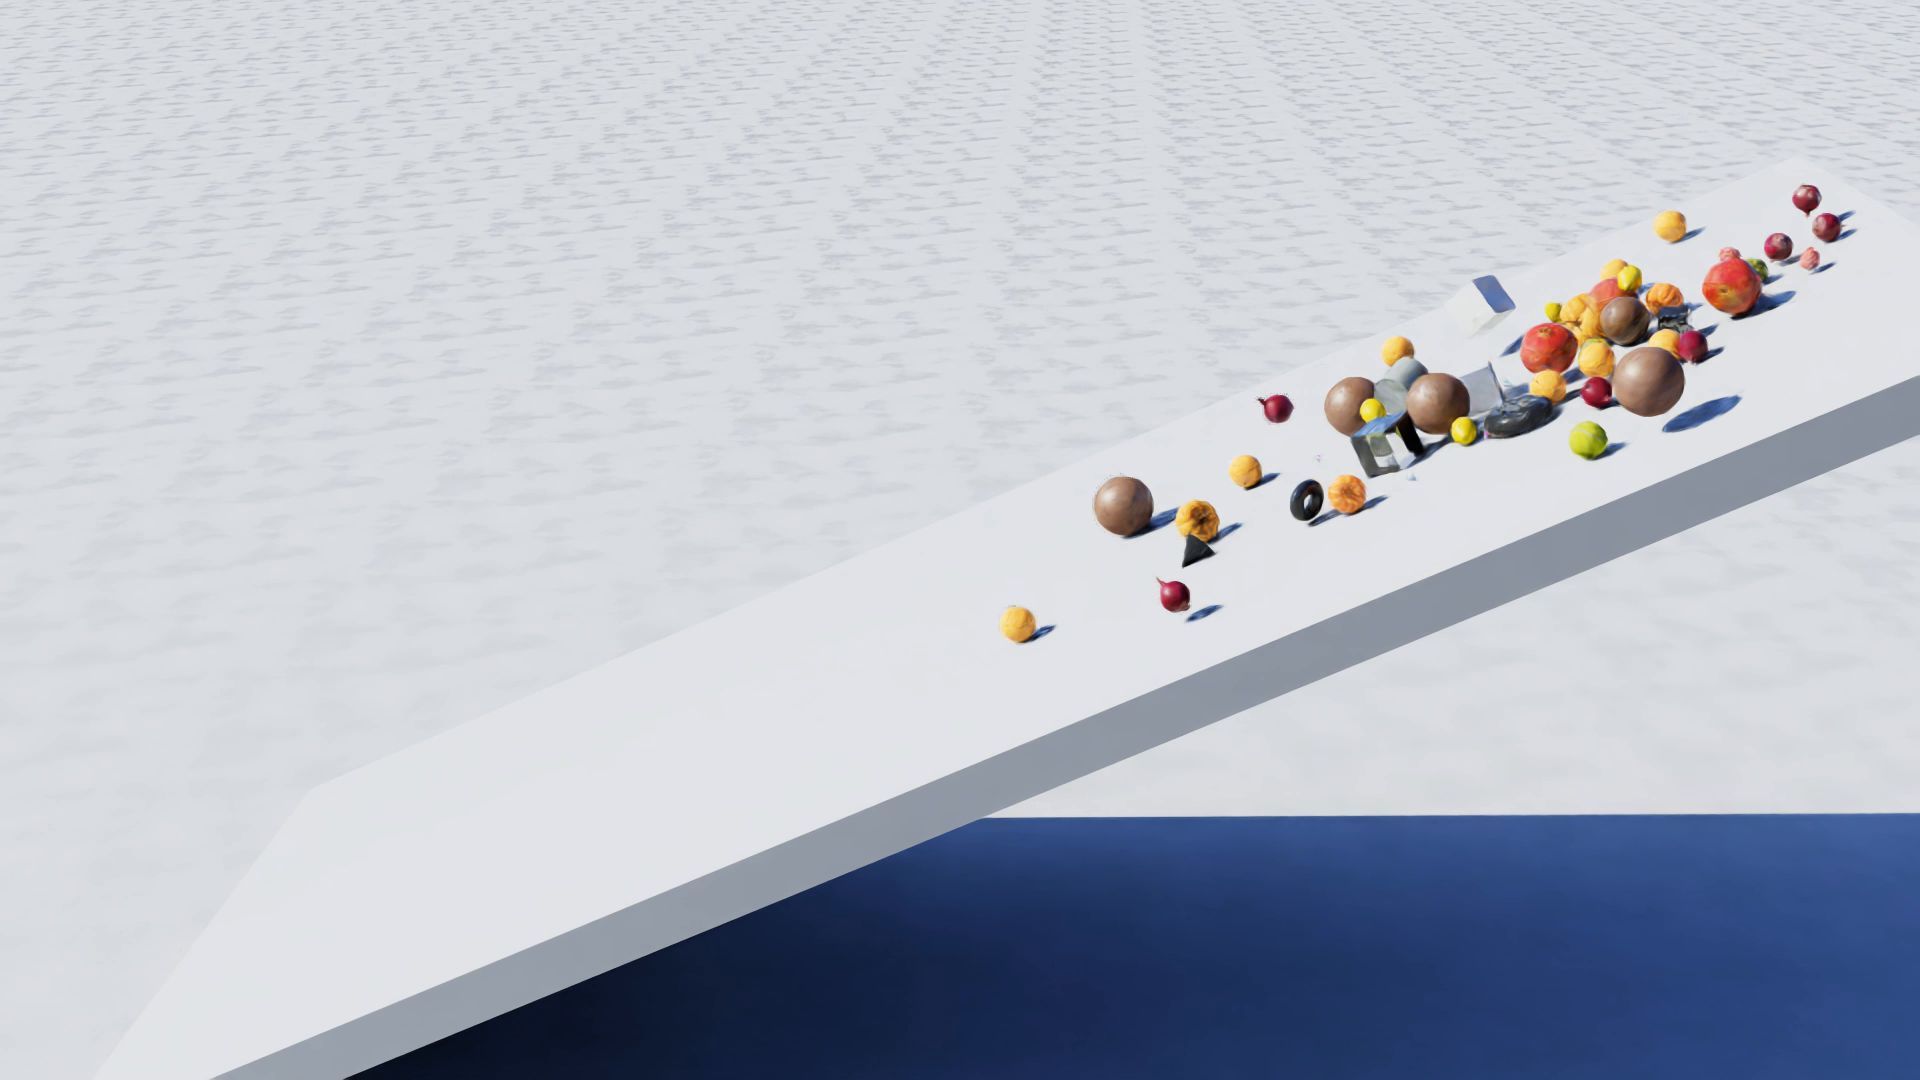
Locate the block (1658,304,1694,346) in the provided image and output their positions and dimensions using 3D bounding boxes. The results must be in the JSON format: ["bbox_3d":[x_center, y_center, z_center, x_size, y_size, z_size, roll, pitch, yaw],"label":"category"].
[{"bbox_3d":[1.428,-0.428,5.872,0.059,0.059,0.059,-5,23,21],"label":"block"}]

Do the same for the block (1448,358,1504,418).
[{"bbox_3d":[1.064,-0.314,6.061,0.085,0.085,0.085,-21,11,16],"label":"block"}]

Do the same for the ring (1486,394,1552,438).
[{"bbox_3d":[1.103,-0.245,5.807,0.139,0.046,0.139,-23,13,6],"label":"ring"}]

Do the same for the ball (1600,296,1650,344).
[{"bbox_3d":[1.362,-0.450,6.025,0.100,0.100,0.100,0,15,0],"label":"ball"}]

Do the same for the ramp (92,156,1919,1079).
[{"bbox_3d":[0.133,0.170,6.284,4.000,0.100,2.000,-23,13,8],"label":"ramp"}]

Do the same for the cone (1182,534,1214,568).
[{"bbox_3d":[0.466,0.032,5.924,0.065,0.065,0.065,36,-6,4],"label":"cone"}]

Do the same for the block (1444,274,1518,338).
[{"bbox_3d":[1.129,-0.507,6.386,0.092,0.092,0.092,-19,-19,-48],"label":"block"}]

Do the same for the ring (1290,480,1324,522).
[{"bbox_3d":[0.684,-0.078,5.804,0.086,0.086,0.029,-13,26,-39],"label":"ring"}]

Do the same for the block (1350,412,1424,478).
[{"bbox_3d":[0.863,-0.193,5.939,0.091,0.091,0.091,-11,20,47],"label":"block"}]

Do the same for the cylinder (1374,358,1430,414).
[{"bbox_3d":[0.933,-0.324,6.205,0.090,0.090,0.090,10,39,33],"label":"cylinder"}]
